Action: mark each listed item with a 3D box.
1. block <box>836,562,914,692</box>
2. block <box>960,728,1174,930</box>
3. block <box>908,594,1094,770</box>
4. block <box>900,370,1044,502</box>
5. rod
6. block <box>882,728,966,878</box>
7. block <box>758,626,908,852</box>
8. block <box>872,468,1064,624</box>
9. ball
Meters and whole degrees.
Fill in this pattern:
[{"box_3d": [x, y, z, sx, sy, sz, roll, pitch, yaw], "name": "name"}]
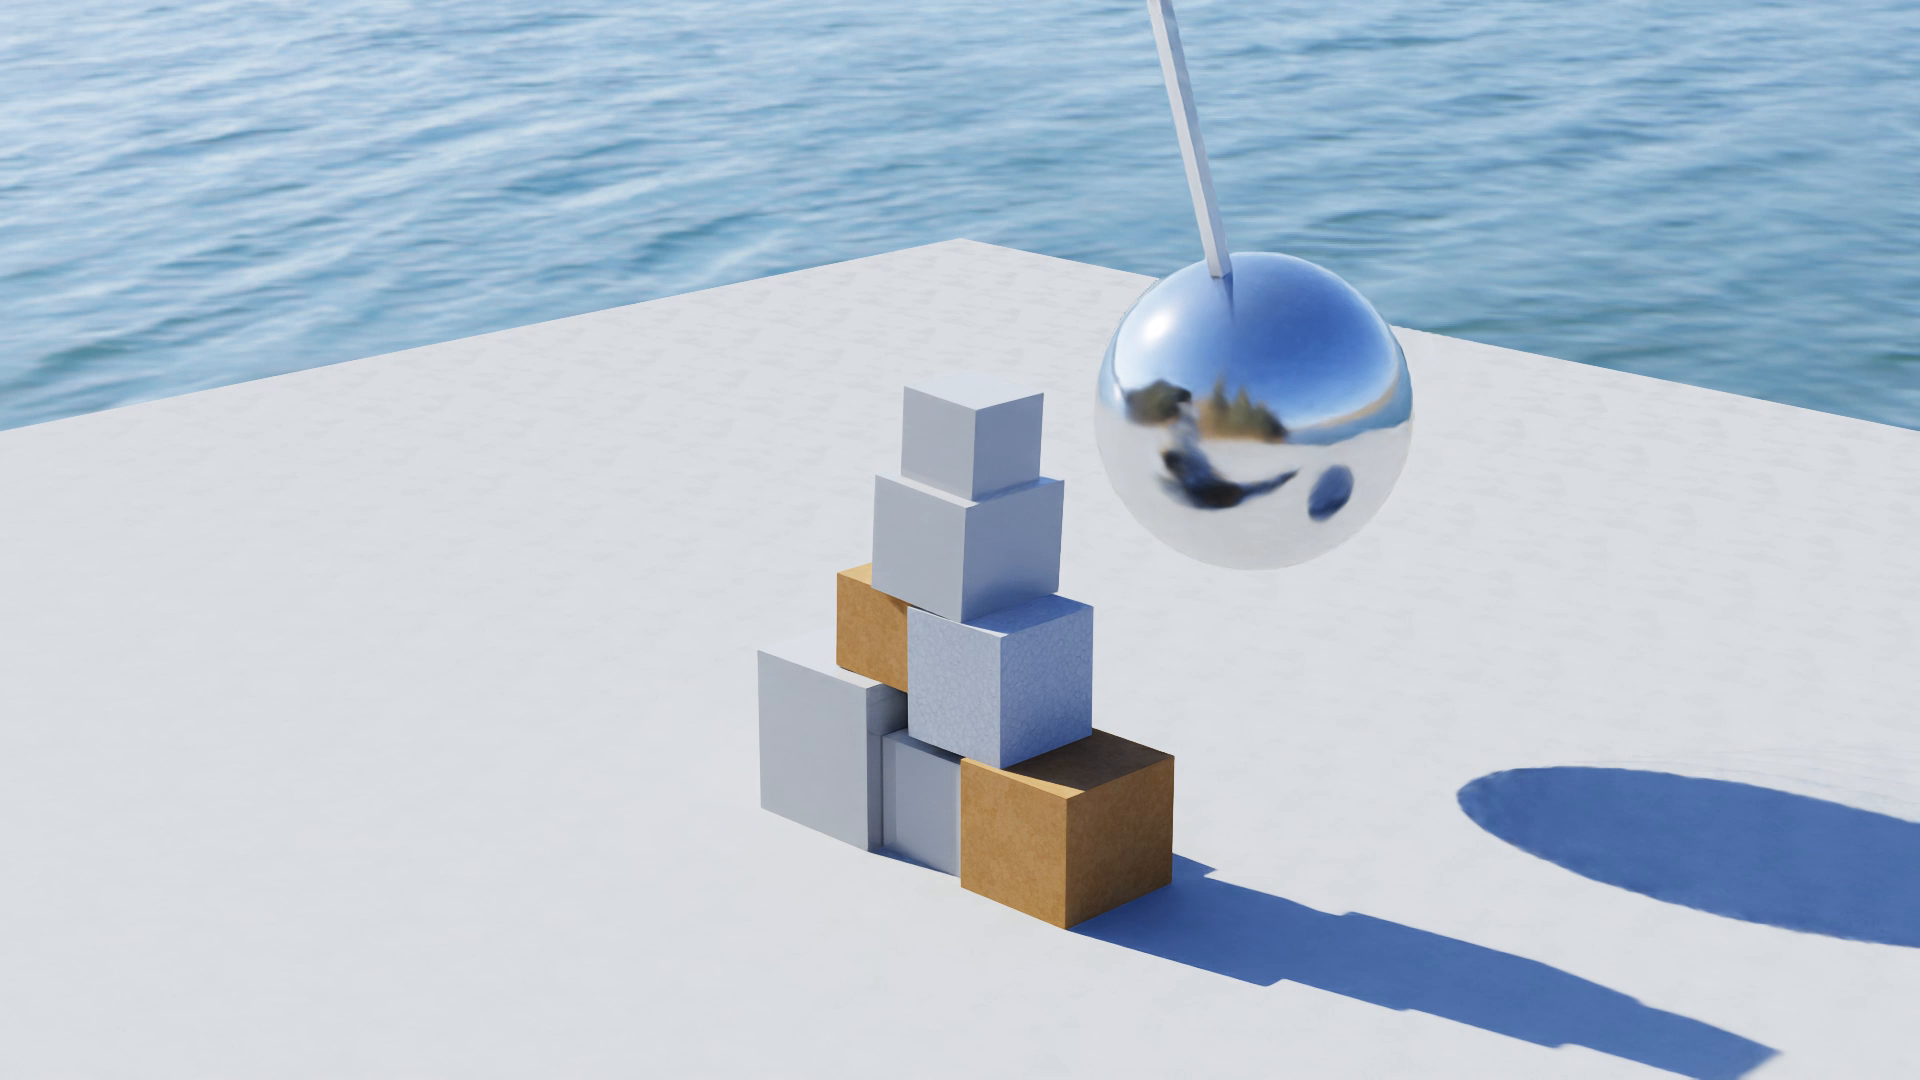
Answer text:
[{"box_3d": [-0.218, 0.377, 13.663, 0.500, 0.457, 0.513, -17, 26, -42], "name": "block"}, {"box_3d": [0.484, 1.274, 13.254, 0.713, 0.622, 0.649, -17, 24, -42], "name": "block"}, {"box_3d": [0.184, 0.598, 13.329, 0.603, 0.622, 0.586, -17, 24, -42], "name": "block"}, {"box_3d": [0.054, -0.474, 13.128, 0.432, 0.422, 0.451, -17, 27, -42], "name": "block"}, {"box_3d": [0.636, -3.438, 12.928, 0.080, 5.200, 0.080, 17, 44, 42], "name": "rod"}, {"box_3d": [0.041, 1.176, 13.675, 0.564, 0.556, 0.568, -17, 24, -42], "name": "block"}, {"box_3d": [-0.428, 0.909, 14.095, 0.766, 0.814, 0.755, -17, 24, -42], "name": "block"}, {"box_3d": [0.034, -0.029, 13.320, 0.635, 0.546, 0.578, -17, 27, -42], "name": "block"}, {"box_3d": [1.467, -0.643, 14.677, 1.600, 1.600, 1.600, 0, 17, 0], "name": "ball"}]
